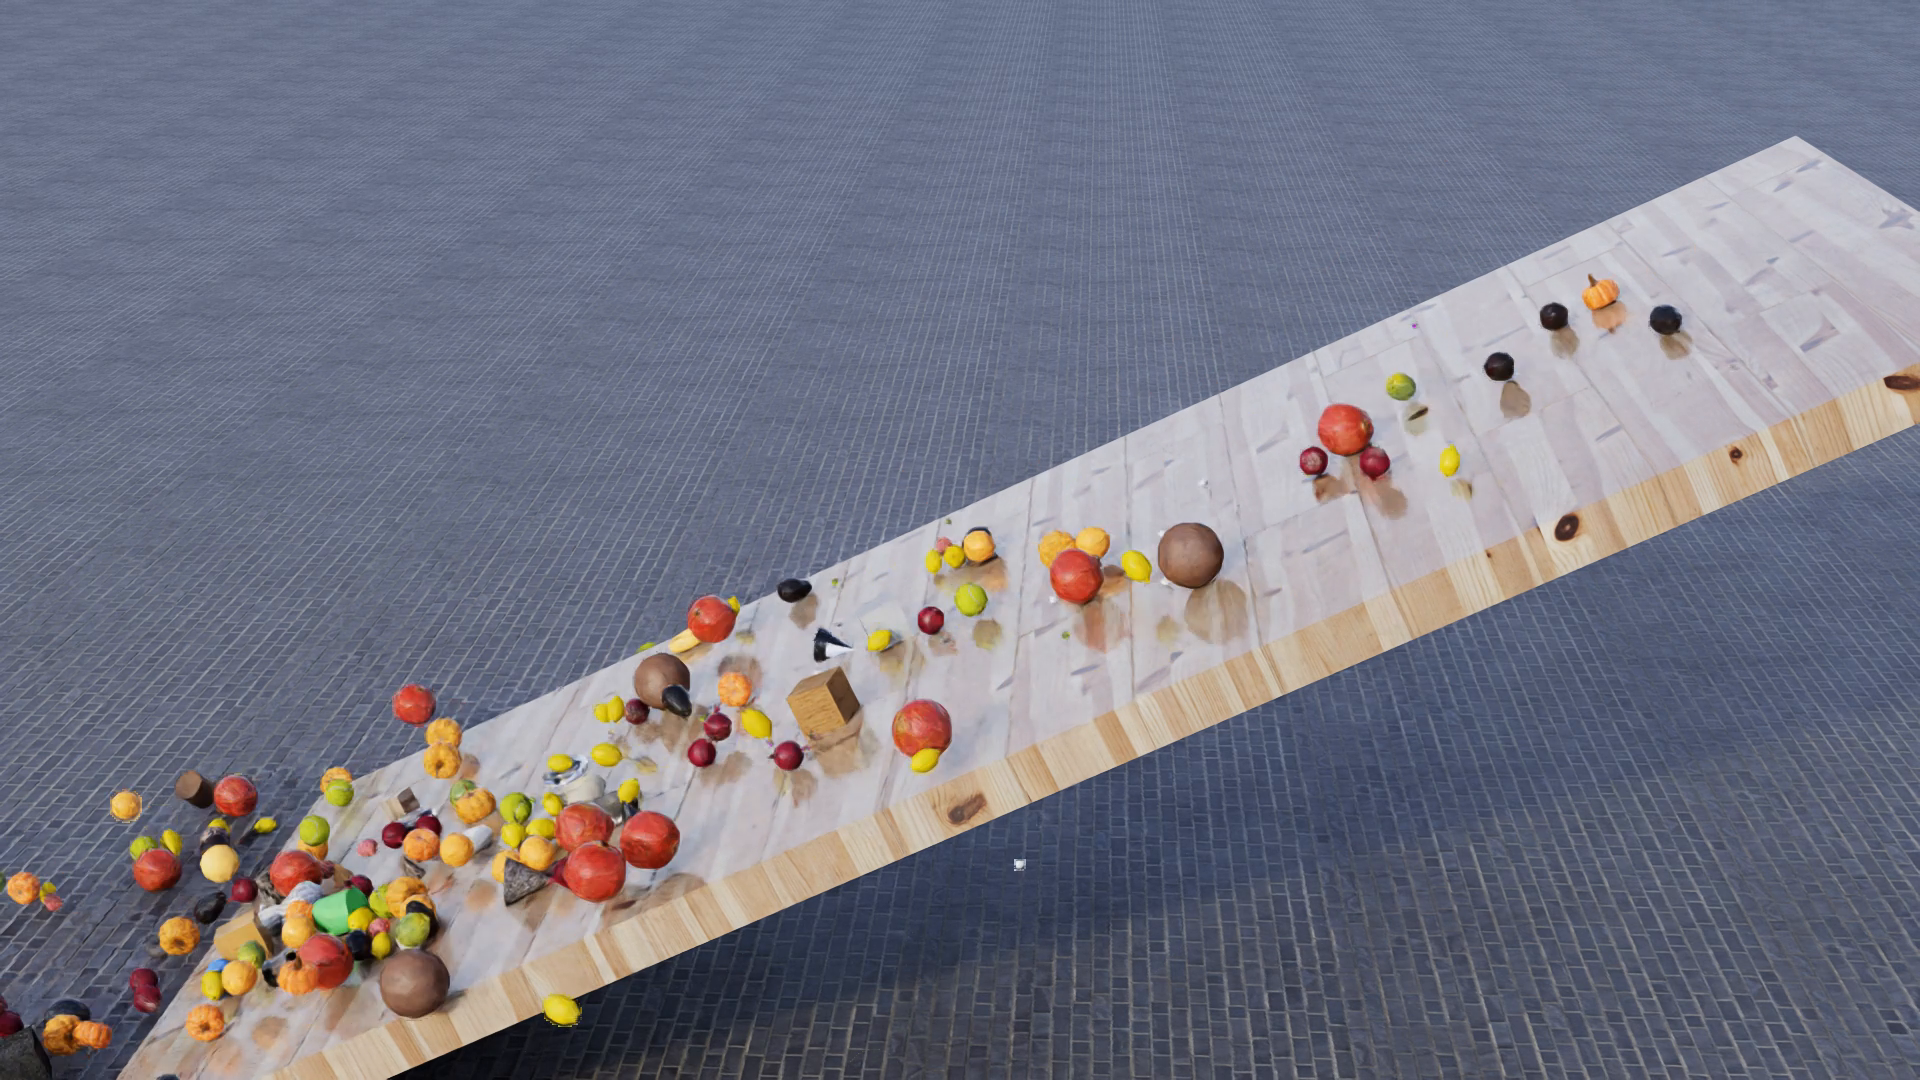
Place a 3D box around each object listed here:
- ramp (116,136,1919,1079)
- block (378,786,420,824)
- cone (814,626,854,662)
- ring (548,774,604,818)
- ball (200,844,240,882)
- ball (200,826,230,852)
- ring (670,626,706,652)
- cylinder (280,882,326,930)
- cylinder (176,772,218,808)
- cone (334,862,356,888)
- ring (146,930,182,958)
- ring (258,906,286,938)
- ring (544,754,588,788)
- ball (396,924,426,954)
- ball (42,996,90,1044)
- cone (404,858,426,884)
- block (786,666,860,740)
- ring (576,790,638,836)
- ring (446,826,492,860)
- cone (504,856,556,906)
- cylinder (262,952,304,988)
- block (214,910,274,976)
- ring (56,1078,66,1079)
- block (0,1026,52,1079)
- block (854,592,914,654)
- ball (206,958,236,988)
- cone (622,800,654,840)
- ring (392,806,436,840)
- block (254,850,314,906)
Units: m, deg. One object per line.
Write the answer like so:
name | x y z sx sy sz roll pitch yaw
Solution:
ramp | 0.136 0.169 6.282 4.000 0.100 2.000 -24 13 9
block | -1.321 0.624 6.936 0.057 0.057 0.057 -19 15 29
cone | -0.272 0.236 6.493 0.081 0.081 0.081 7 17 17
ring | -0.822 0.549 6.309 0.136 0.045 0.136 -28 11 6
ball | -1.667 0.729 6.627 0.086 0.086 0.086 0 16 0
ball | -1.871 0.756 7.385 0.077 0.077 0.077 0 16 0
ring | -0.668 0.244 7.218 0.101 0.034 0.101 -25 12 6
cylinder | -1.433 0.798 6.417 0.082 0.082 0.082 2 17 6
cylinder | -1.991 0.651 7.668 0.076 0.076 0.076 8 -22 25
cone | -1.396 0.745 6.617 0.056 0.056 0.056 -25 13 6
ring | -1.842 0.935 6.813 0.087 0.029 0.087 -14 23 6
ring | -1.537 0.851 6.503 0.131 0.044 0.131 -25 12 5
ring | -0.882 0.516 6.571 0.108 0.036 0.108 -25 14 7
ball | -1.090 0.793 5.844 0.059 0.059 0.059 0 16 0
ball | -1.929 1.037 6.352 0.099 0.099 0.099 0 16 0
cone | -1.193 0.709 6.374 0.053 0.053 0.053 -25 13 6
block | -0.279 0.332 6.007 0.096 0.096 0.096 -21 14 22
ring | -0.731 0.563 6.081 0.139 0.046 0.139 -23 14 6
ring | -1.063 0.656 6.372 0.111 0.037 0.111 -25 12 6
cone | -0.856 0.680 5.868 0.099 0.099 0.099 0 16 -4
cylinder | -1.395 0.885 6.063 0.060 0.060 0.060 -21 8 21
block | -1.541 0.868 6.335 0.092 0.092 0.092 -27 13 -5
ring | -1.870 1.148 6.027 0.123 0.041 0.123 -14 21 5
block | -1.951 1.090 6.105 0.097 0.097 0.097 -24 27 -11
block | -0.166 0.178 6.400 0.090 0.090 0.090 -27 13 -3
ball | -1.572 0.922 6.253 0.062 0.062 0.062 0 16 0
cone | -0.664 0.554 5.928 0.072 0.072 0.072 -25 13 6
ring | -1.254 0.650 6.757 0.112 0.037 0.112 -26 12 6
block | -1.535 0.775 6.681 0.092 0.092 0.092 -26 13 0
